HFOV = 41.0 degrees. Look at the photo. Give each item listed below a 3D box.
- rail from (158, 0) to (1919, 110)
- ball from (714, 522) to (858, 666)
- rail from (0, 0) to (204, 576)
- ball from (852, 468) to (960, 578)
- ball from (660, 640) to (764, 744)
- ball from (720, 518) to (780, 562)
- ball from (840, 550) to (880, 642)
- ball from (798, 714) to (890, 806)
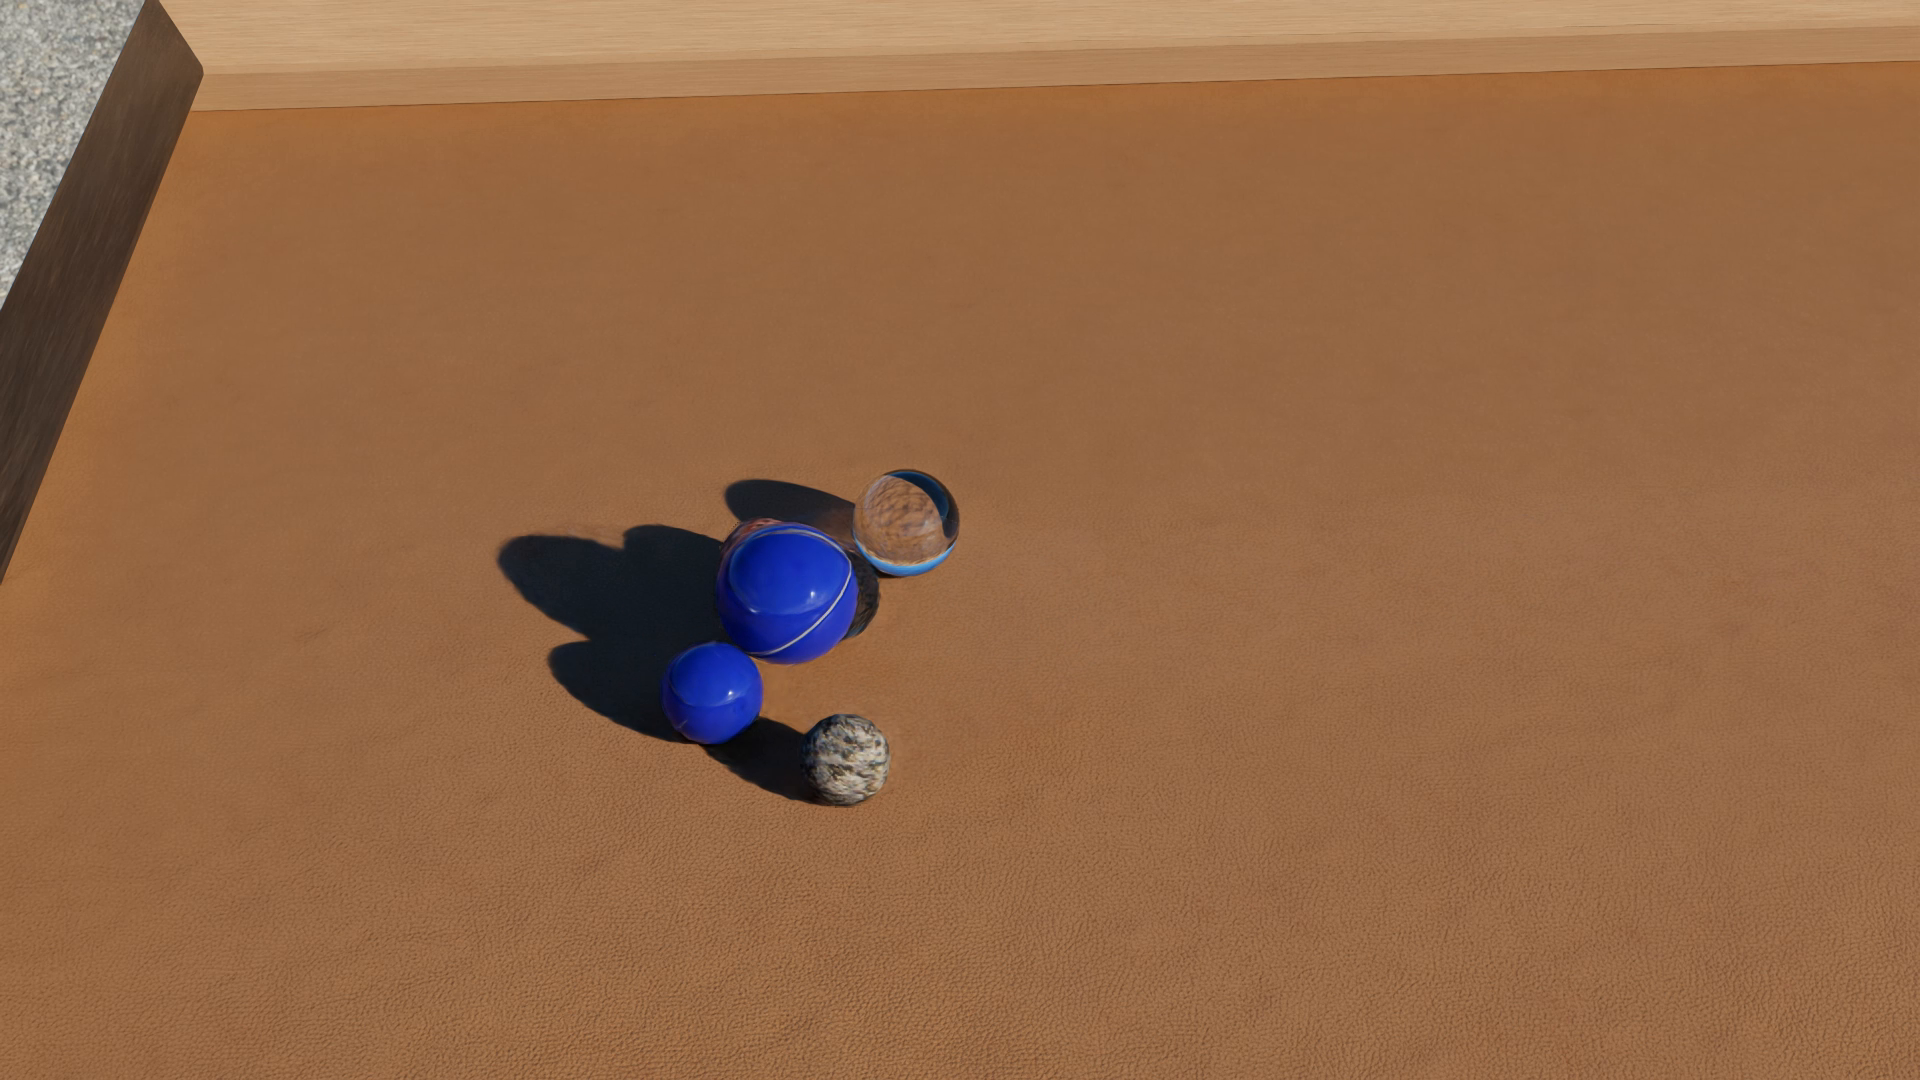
[{"bbox_3d":[0.625,-0.485,2.388,2.708,0.119,0.045,-2,36,-3],"label":"rail"},{"bbox_3d":[-0.111,0.034,1.637,0.092,0.092,0.092,0,36,0],"label":"ball"},{"bbox_3d":[-0.652,0.002,1.707,0.045,0.119,1.546,-2,36,-3],"label":"rail"},{"bbox_3d":[-0.037,-0.012,1.767,0.075,0.075,0.075,0,36,0],"label":"ball"},{"bbox_3d":[-0.157,0.097,1.623,0.065,0.065,0.065,0,36,0],"label":"ball"},{"bbox_3d":[-0.133,0.015,1.743,0.059,0.059,0.059,0,36,0],"label":"ball"},{"bbox_3d":[-0.084,0.037,1.709,0.062,0.062,0.062,0,36,0],"label":"ball"},{"bbox_3d":[-0.071,0.135,1.577,0.057,0.057,0.057,0,36,0],"label":"ball"}]
